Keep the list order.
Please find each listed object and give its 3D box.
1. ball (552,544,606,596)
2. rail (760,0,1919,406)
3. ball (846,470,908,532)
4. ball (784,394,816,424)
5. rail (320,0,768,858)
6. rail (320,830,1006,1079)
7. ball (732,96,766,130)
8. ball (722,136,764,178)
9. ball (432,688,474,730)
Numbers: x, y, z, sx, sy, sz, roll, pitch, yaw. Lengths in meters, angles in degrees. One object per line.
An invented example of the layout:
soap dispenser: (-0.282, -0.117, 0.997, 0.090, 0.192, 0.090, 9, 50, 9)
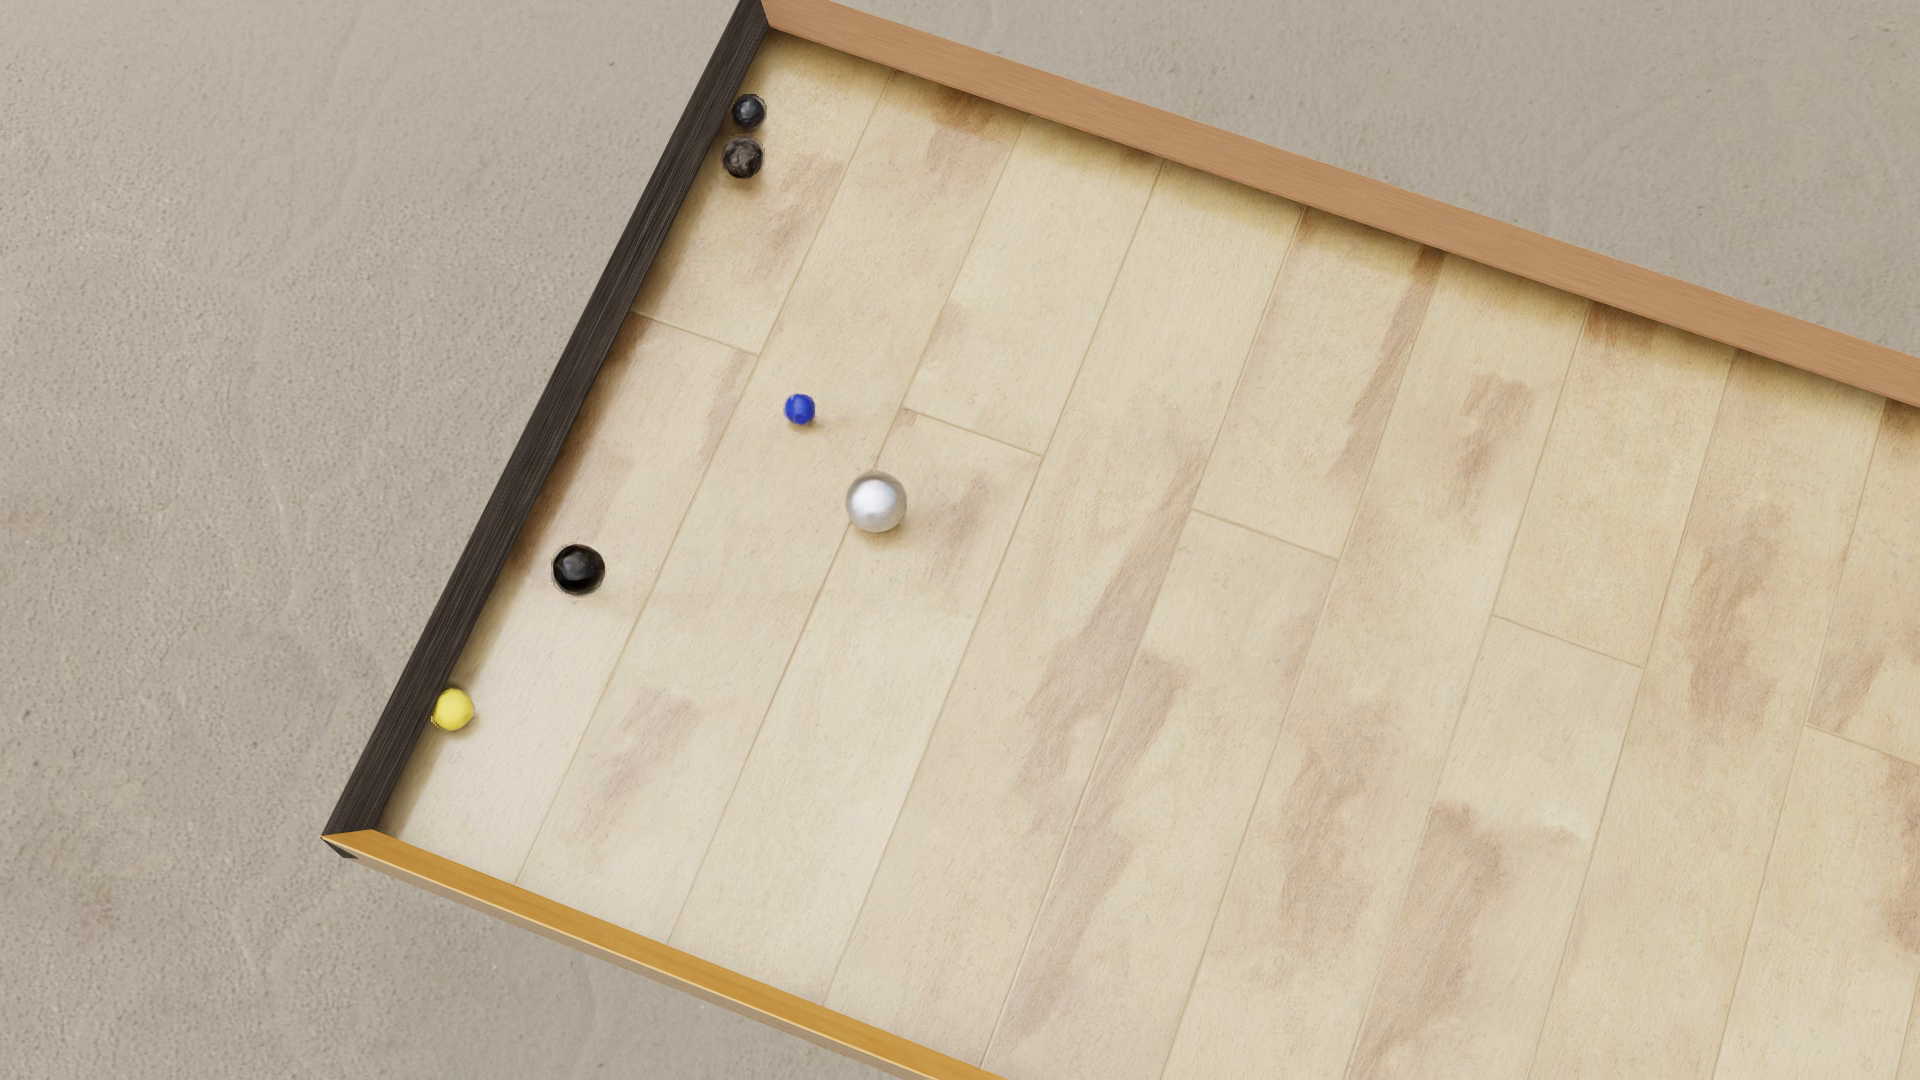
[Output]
ball: (-0.597, 0.047, 3.445, 0.083, 0.083, 0.083, 0, 69, 0)
rail: (0.925, -0.456, 3.615, 2.761, 0.128, 0.045, 20, 70, 8)
ball: (-0.132, -0.061, 3.478, 0.098, 0.098, 0.098, 0, 69, 0)
ball: (-0.259, -0.213, 3.563, 0.051, 0.051, 0.051, 0, 69, 0)
rail: (-0.622, -0.234, 3.529, 0.045, 0.128, 1.606, 20, 70, 8)
rail: (0.363, 0.898, 3.088, 2.761, 0.128, 0.045, 20, 70, 8)
ball: (-0.362, -0.730, 3.760, 0.058, 0.058, 0.058, 0, 69, 0)
ball: (-0.368, -0.647, 3.721, 0.071, 0.071, 0.071, 0, 69, 0)
ball: (-0.779, 0.260, 3.373, 0.063, 0.063, 0.063, 0, 69, 0)
